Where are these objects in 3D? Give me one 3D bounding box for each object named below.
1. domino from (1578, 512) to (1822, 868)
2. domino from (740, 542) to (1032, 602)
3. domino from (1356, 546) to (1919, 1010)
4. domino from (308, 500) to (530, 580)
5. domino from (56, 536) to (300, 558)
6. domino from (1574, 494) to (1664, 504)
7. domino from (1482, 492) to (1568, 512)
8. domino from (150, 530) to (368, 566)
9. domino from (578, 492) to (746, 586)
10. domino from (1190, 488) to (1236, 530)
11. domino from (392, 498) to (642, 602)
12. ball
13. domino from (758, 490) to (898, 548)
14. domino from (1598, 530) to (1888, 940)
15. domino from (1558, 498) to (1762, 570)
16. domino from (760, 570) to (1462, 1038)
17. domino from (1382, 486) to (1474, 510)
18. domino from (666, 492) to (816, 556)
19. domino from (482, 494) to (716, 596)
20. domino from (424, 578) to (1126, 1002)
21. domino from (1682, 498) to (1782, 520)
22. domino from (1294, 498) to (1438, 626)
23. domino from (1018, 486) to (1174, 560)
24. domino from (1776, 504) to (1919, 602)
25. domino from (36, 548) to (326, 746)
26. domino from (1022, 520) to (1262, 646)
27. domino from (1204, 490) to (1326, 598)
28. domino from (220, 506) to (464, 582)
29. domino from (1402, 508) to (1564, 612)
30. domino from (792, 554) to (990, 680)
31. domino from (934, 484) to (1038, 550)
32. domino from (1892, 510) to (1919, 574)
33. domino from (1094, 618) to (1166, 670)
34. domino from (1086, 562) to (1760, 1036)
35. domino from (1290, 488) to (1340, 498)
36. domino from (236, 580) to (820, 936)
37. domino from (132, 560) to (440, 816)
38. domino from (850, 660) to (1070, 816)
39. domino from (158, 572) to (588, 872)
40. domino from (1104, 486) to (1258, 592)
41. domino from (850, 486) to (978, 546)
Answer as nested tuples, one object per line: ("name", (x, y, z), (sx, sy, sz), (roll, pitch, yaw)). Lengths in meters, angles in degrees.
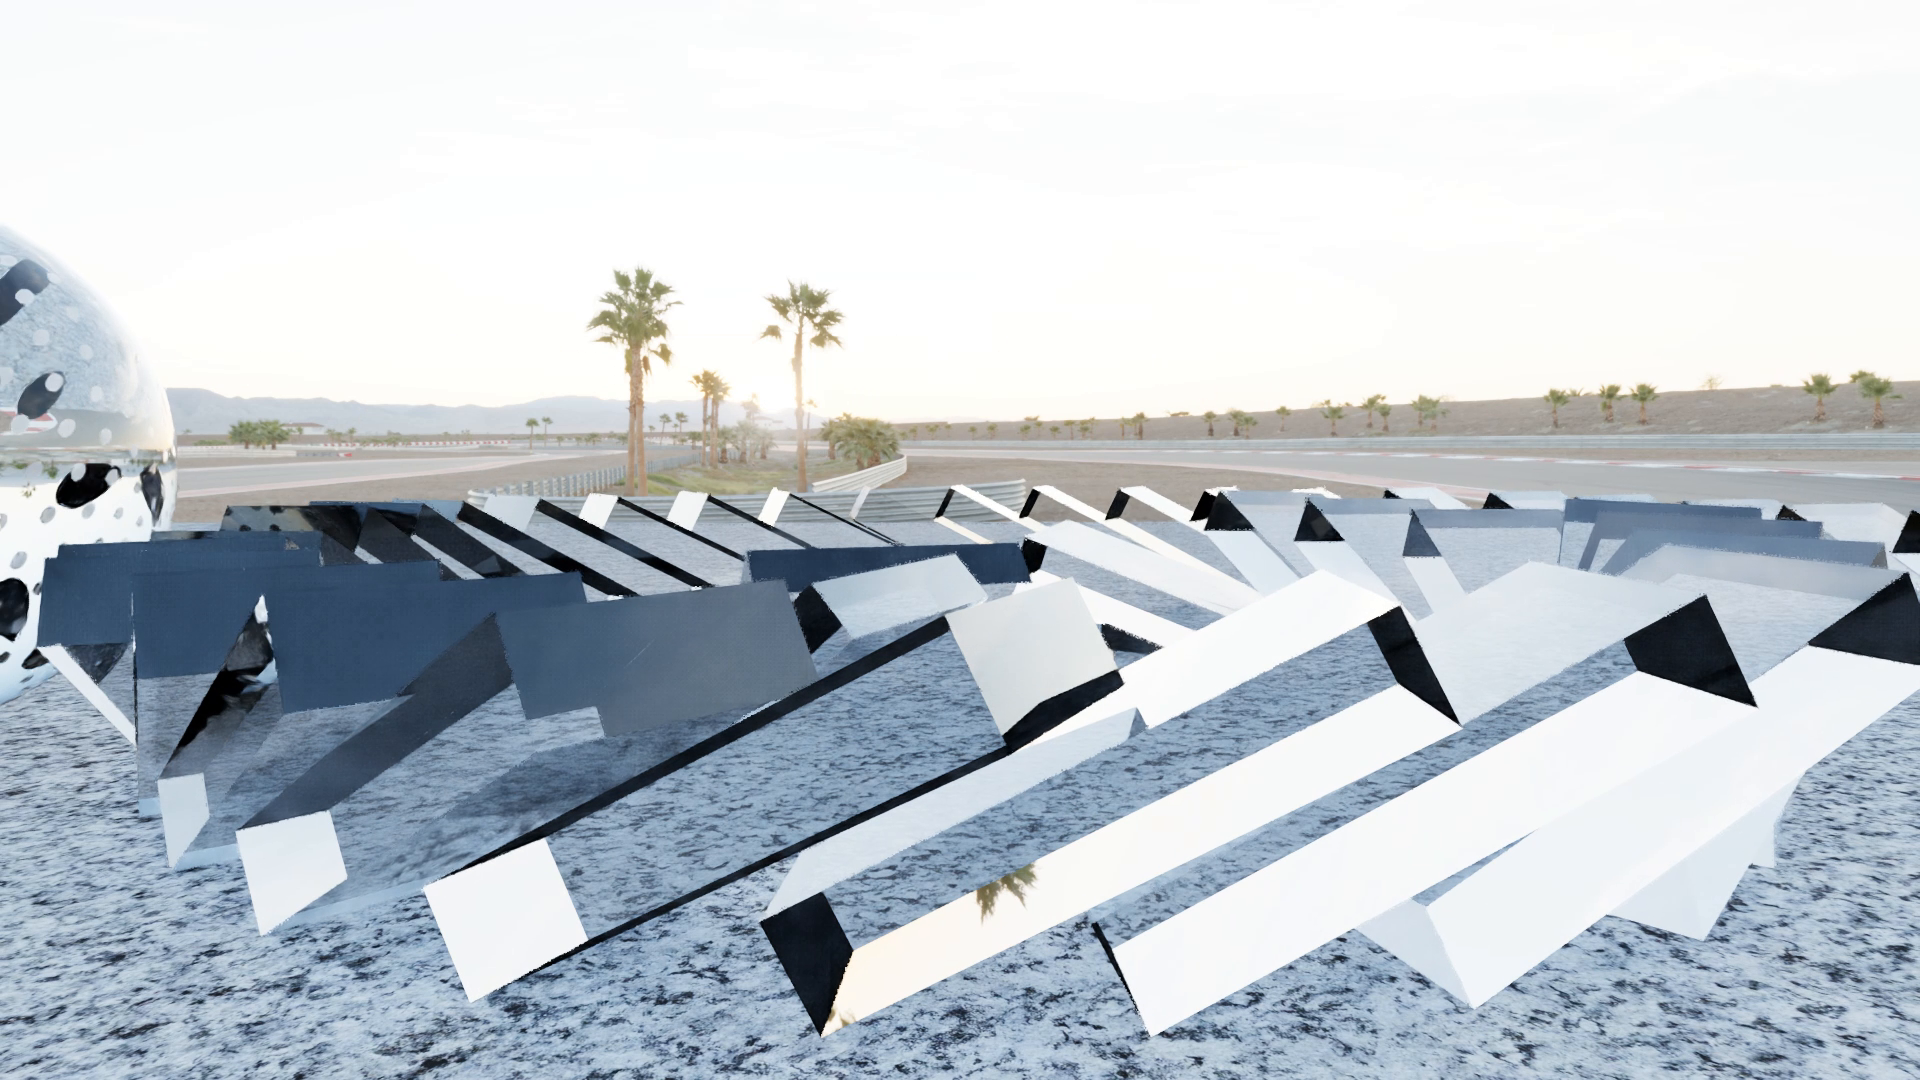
("domino", (0.084, 0.015, 0.150), (0.025, 0.009, 0.050), (4, 35, 37))
("domino", (-0.015, 0.013, 0.232), (0.050, 0.025, 0.009), (-2, 49, -21))
("domino", (0.055, 0.018, 0.112), (0.050, 0.009, 0.025), (-30, 12, -11))
("domino", (-0.097, 0.008, 0.243), (0.025, 0.009, 0.050), (2, -24, 20))
("domino", (-0.097, 0.014, 0.174), (0.025, 0.010, 0.050), (-3, -22, -10))
("domino", (0.159, 0.006, 0.279), (0.025, 0.009, 0.050), (-2, 31, -26))
("domino", (0.148, 0.005, 0.297), (0.025, 0.009, 0.050), (-2, 31, -28))
("domino", (-0.099, 0.012, 0.200), (0.025, 0.009, 0.050), (0, -22, 5))
("domino", (-0.064, 0.004, 0.305), (0.050, 0.009, 0.025), (28, -10, -28))
("domino", (0.087, 0.002, 0.333), (0.050, 0.010, 0.025), (31, 18, 24))
("domino", (-0.092, 0.007, 0.267), (0.025, 0.009, 0.050), (3, -22, 37))
("ball", (-0.158, -0.011, 0.183), (0.080, 0.080, 0.080), (0, 4, 0))
("domino", (-0.026, 0.003, 0.329), (0.050, 0.009, 0.025), (26, -4, -17))
("domino", (0.072, 0.017, 0.131), (0.050, 0.010, 0.025), (-37, 25, -30))
("domino", (0.093, 0.013, 0.171), (0.025, 0.010, 0.050), (4, 36, 26))
("domino", (0.011, 0.019, 0.102), (0.050, 0.010, 0.025), (-27, 2, 5))
("domino", (0.128, 0.003, 0.313), (0.025, 0.009, 0.050), (-4, 33, -44))
("domino", (-0.046, 0.003, 0.317), (0.050, 0.009, 0.025), (28, -9, -26))
("domino", (-0.080, 0.005, 0.286), (0.025, 0.009, 0.050), (4, -21, 47))
("domino", (-0.014, 0.019, 0.100), (0.050, 0.009, 0.025), (-29, -8, 23))
("domino", (0.172, 0.008, 0.259), (0.025, 0.009, 0.050), (-1, 31, -17))
("domino", (0.080, 0.010, 0.218), (0.025, 0.009, 0.050), (0, 33, -16))
("domino", (0.042, 0.001, 0.343), (0.050, 0.009, 0.025), (28, 10, 10))
("domino", (0.180, 0.009, 0.238), (0.025, 0.009, 0.050), (-1, 31, -15))
("domino", (-0.088, 0.015, 0.154), (0.025, 0.009, 0.050), (-2, -22, -20))
("domino", (0.038, 0.011, 0.243), (0.050, 0.010, 0.025), (22, 16, 20))
("domino", (0.069, 0.008, 0.238), (0.025, 0.009, 0.050), (0, 33, -25))
("domino", (-0.100, 0.009, 0.222), (0.025, 0.010, 0.050), (0, -25, 11))
("domino", (0.088, 0.012, 0.196), (0.025, 0.009, 0.050), (0, 32, -1))
("domino", (-0.016, 0.016, 0.199), (0.025, 0.009, 0.050), (-43, -12, 20))
("domino", (0.019, 0.001, 0.344), (0.050, 0.009, 0.025), (27, 7, 4))
("domino", (0.188, 0.011, 0.216), (0.025, 0.010, 0.050), (0, 31, -5))
("domino", (0.015, 0.018, 0.262), (0.050, 0.009, 0.025), (4, 6, 41))
("domino", (0.033, 0.019, 0.104), (0.050, 0.009, 0.025), (-28, 6, -1))
("domino", (0.107, 0.003, 0.324), (0.050, 0.009, 0.025), (33, 20, 27))
("domino", (-0.037, 0.019, 0.107), (0.050, 0.009, 0.025), (-32, -16, 37))
("domino", (-0.072, 0.017, 0.136), (0.025, 0.010, 0.050), (-3, -22, -33))
("domino", (0.000, 0.025, 0.171), (0.025, 0.009, 0.050), (0, 4, 0))
("domino", (-0.056, 0.018, 0.120), (0.025, 0.009, 0.050), (-4, -22, -42))
("domino", (0.065, 0.002, 0.340), (0.050, 0.009, 0.025), (29, 14, 18))
("domino", (-0.004, 0.001, 0.338), (0.050, 0.009, 0.025), (27, 0, -9))
